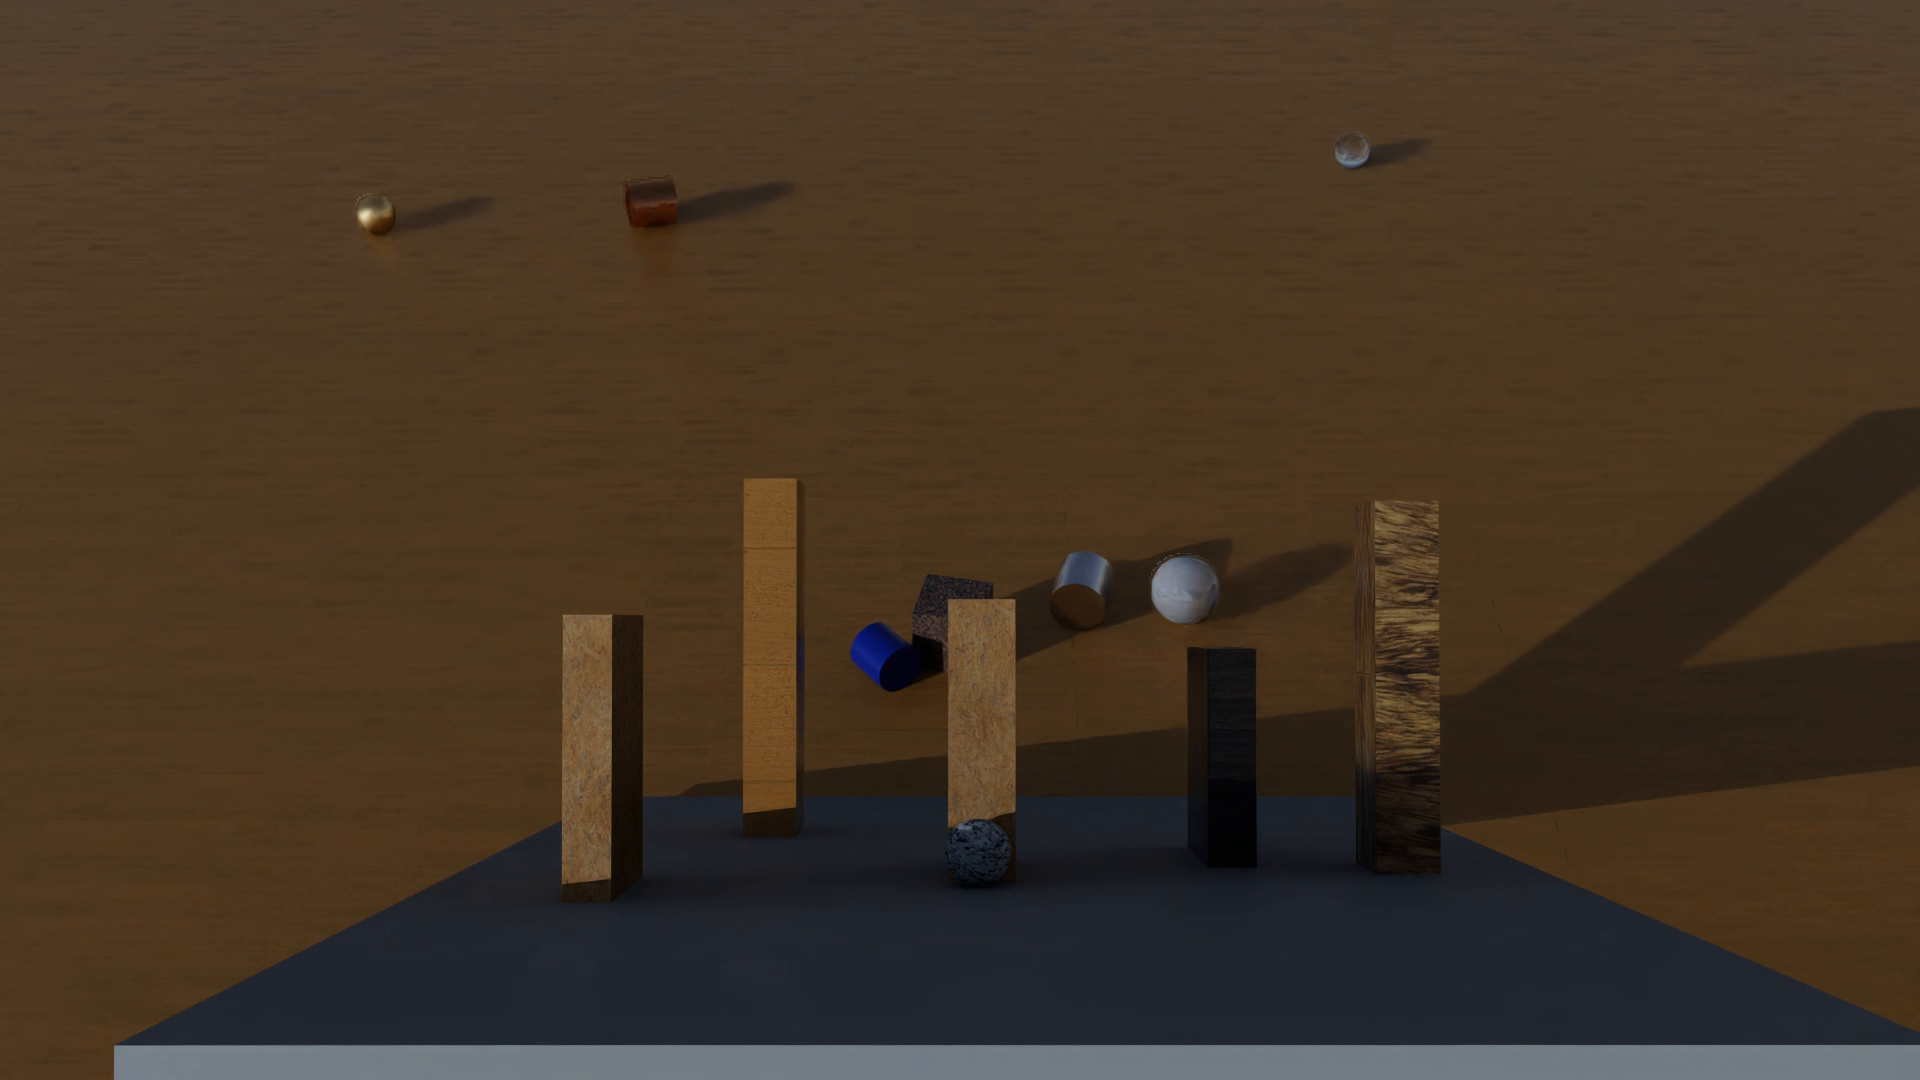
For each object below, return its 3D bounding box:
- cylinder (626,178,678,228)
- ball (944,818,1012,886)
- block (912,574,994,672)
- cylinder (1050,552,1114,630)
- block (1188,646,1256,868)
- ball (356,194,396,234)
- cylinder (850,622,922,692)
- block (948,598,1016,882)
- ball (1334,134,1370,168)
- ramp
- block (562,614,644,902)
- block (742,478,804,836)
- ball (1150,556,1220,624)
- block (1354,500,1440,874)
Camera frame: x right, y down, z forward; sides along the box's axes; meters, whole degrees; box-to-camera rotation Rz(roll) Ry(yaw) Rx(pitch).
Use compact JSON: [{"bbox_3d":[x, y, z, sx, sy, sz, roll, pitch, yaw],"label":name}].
[{"bbox_3d":[-1.136,-1.241,9.565,0.165,0.165,0.165,-9,36,-15],"label":"cylinder"},{"bbox_3d":[0.031,0.545,4.528,0.118,0.118,0.118,0,35,0],"label":"ball"},{"bbox_3d":[-0.019,0.243,7.420,0.194,0.194,0.194,7,36,10],"label":"block"},{"bbox_3d":[0.356,0.148,7.582,0.166,0.166,0.166,6,35,9],"label":"cylinder"},{"bbox_3d":[0.511,0.416,5.090,0.091,0.410,0.427,0,-2,0],"label":"block"},{"bbox_3d":[-2.140,-1.192,9.521,0.144,0.144,0.144,0,35,0],"label":"ball"},{"bbox_3d":[-0.210,0.330,7.340,0.144,0.144,0.144,-22,41,-29],"label":"cylinder"},{"bbox_3d":[0.039,0.361,4.793,0.119,0.501,0.401,0,-2,0],"label":"block"},{"bbox_3d":[1.503,-1.492,9.959,0.134,0.134,0.134,0,35,0],"label":"ball"},{"bbox_3d":[0.077,0.663,4.831,2.000,0.100,4.000,0,-2,0],"label":"ramp"},{"bbox_3d":[-0.615,0.366,4.494,0.081,0.473,0.424,0,-2,0],"label":"block"},{"bbox_3d":[-0.408,0.256,5.719,0.114,0.768,0.294,0,-2,0],"label":"block"},{"bbox_3d":[0.654,0.146,7.554,0.201,0.201,0.201,0,35,0],"label":"ball"},{"bbox_3d":[0.819,0.273,4.876,0.117,0.682,0.247,0,-2,0],"label":"block"}]
